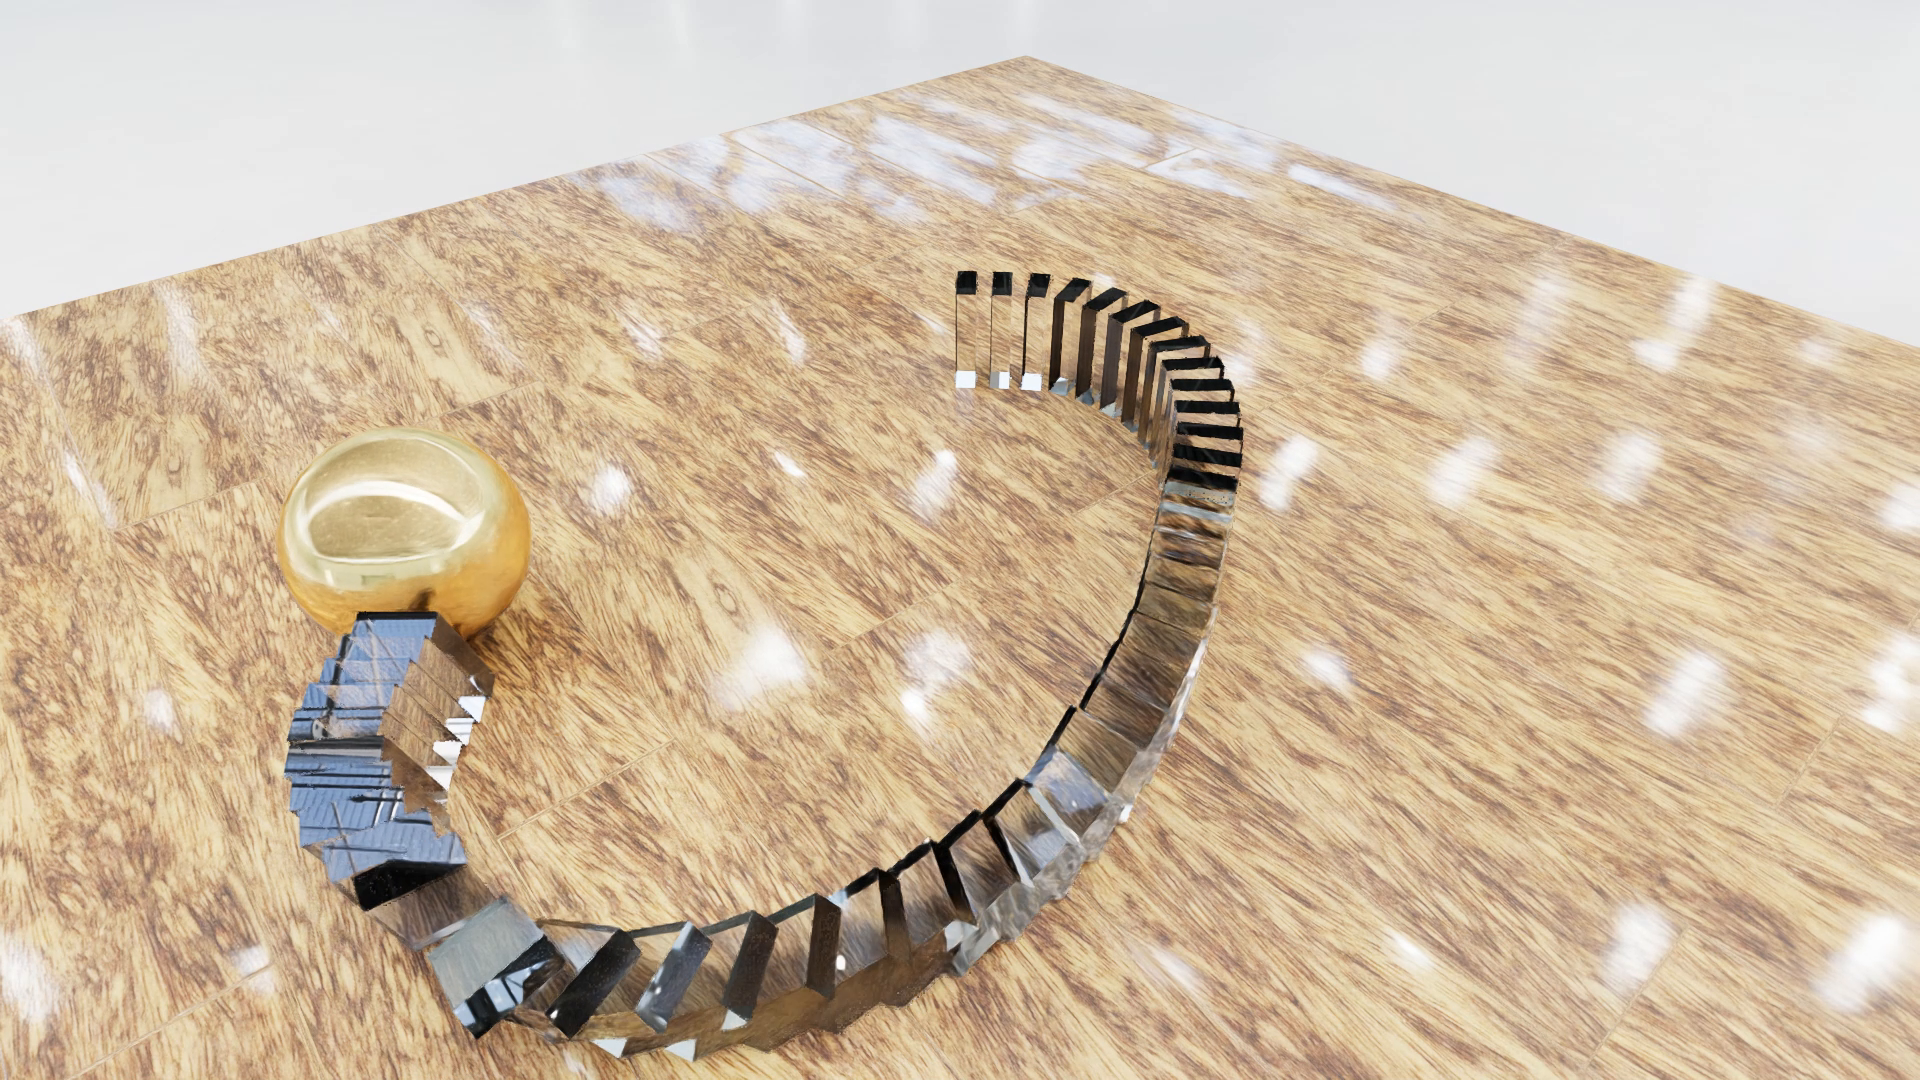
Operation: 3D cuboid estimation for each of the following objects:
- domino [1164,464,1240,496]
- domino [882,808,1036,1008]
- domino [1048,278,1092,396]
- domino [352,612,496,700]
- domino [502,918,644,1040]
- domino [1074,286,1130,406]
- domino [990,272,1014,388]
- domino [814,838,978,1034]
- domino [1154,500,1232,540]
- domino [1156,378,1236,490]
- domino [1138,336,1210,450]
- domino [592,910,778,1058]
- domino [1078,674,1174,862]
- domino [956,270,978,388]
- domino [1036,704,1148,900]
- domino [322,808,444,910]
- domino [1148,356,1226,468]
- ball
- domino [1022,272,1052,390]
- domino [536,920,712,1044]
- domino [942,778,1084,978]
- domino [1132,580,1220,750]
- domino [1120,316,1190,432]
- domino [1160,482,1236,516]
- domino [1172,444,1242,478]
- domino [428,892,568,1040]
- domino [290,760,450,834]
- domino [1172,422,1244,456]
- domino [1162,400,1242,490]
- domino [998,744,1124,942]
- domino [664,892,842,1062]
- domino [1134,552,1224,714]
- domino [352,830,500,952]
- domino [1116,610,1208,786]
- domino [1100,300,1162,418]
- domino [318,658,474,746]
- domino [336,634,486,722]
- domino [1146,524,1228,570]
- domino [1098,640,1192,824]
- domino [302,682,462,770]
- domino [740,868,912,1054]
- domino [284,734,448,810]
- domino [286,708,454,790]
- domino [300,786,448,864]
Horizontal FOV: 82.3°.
[{"bbox_3d":[0.088,-0.003,0.414,0.025,0.050,0.009,13,38,16],"label":"domino"},{"bbox_3d":[-0.006,0.100,0.299,0.050,0.010,0.025,-44,45,9],"label":"domino"},{"bbox_3d":[0.053,-0.098,0.531,0.009,0.050,0.025,18,43,21],"label":"domino"},{"bbox_3d":[-0.176,0.039,0.364,0.025,0.050,0.010,0,60,0],"label":"domino"},{"bbox_3d":[-0.105,0.112,0.284,0.050,0.009,0.025,-16,24,46],"label":"domino"},{"bbox_3d":[0.067,-0.092,0.524,0.009,0.050,0.025,27,47,29],"label":"domino"},{"bbox_3d":[0.020,-0.102,0.536,0.009,0.050,0.025,2,39,3],"label":"domino"},{"bbox_3d":[-0.020,0.105,0.292,0.050,0.010,0.025,-40,41,12],"label":"domino"},{"bbox_3d":[0.080,0.013,0.395,0.025,0.050,0.009,14,22,16],"label":"domino"},{"bbox_3d":[0.099,-0.044,0.465,0.025,0.050,0.009,0,39,0],"label":"domino"},{"bbox_3d":[0.095,-0.065,0.491,0.025,0.050,0.010,-10,40,-11],"label":"domino"},{"bbox_3d":[-0.070,0.114,0.281,0.050,0.010,0.025,-27,29,30],"label":"domino"},{"bbox_3d":[0.041,0.069,0.334,0.025,0.010,0.050,29,91,31],"label":"domino"},{"bbox_3d":[0.003,-0.103,0.537,0.009,0.050,0.025,1,39,2],"label":"domino"},{"bbox_3d":[0.031,0.077,0.325,0.025,0.009,0.050,31,90,32],"label":"domino"},{"bbox_3d":[-0.152,0.091,0.301,0.025,0.050,0.010,-19,64,-22],"label":"domino"},{"bbox_3d":[0.098,-0.055,0.478,0.025,0.050,0.009,-4,39,-5],"label":"domino"},{"bbox_3d":[-0.194,0.000,0.388,0.080,0.080,0.080,0,39,0],"label":"ball"},{"bbox_3d":[0.037,-0.101,0.535,0.009,0.050,0.025,6,40,8],"label":"domino"},{"bbox_3d":[-0.088,0.114,0.282,0.050,0.010,0.025,-23,26,37],"label":"domino"},{"bbox_3d":[0.008,0.094,0.306,0.050,0.010,0.025,-48,48,6],"label":"domino"},{"bbox_3d":[0.065,0.041,0.365,0.025,0.050,0.009,20,7,23],"label":"domino"},{"bbox_3d":[0.089,-0.075,0.504,0.025,0.050,0.010,-19,43,-21],"label":"domino"},{"bbox_3d":[0.084,0.005,0.404,0.025,0.050,0.009,14,30,16],"label":"domino"},{"bbox_3d":[0.093,-0.012,0.426,0.025,0.050,0.010,10,40,12],"label":"domino"},{"bbox_3d":[-0.121,0.109,0.286,0.025,0.010,0.050,-39,17,-28],"label":"domino"},{"bbox_3d":[-0.167,0.078,0.315,0.025,0.050,0.009,-8,60,-10],"label":"domino"},{"bbox_3d":[0.096,-0.023,0.439,0.025,0.050,0.010,7,40,8],"label":"domino"},{"bbox_3d":[0.098,-0.033,0.452,0.025,0.050,0.009,2,39,3],"label":"domino"},{"bbox_3d":[0.021,0.086,0.314,0.050,0.010,0.025,-52,51,4],"label":"domino"},{"bbox_3d":[-0.053,0.113,0.283,0.050,0.009,0.025,-32,33,24],"label":"domino"},{"bbox_3d":[0.071,0.032,0.375,0.025,0.050,0.009,17,10,19],"label":"domino"},{"bbox_3d":[-0.141,0.095,0.295,0.025,0.050,0.009,-24,67,-23],"label":"domino"},{"bbox_3d":[0.058,0.051,0.355,0.025,0.050,0.010,23,3,25],"label":"domino"},{"bbox_3d":[0.079,-0.084,0.514,0.025,0.050,0.009,-28,47,-30],"label":"domino"},{"bbox_3d":[-0.177,0.052,0.348,0.025,0.050,0.009,0,60,0],"label":"domino"},{"bbox_3d":[-0.176,0.046,0.356,0.025,0.050,0.009,0,60,0],"label":"domino"},{"bbox_3d":[0.075,0.022,0.385,0.025,0.050,0.010,14,15,17],"label":"domino"},{"bbox_3d":[0.050,0.060,0.344,0.025,0.050,0.009,25,1,28],"label":"domino"},{"bbox_3d":[-0.177,0.058,0.340,0.025,0.050,0.010,0,60,0],"label":"domino"},{"bbox_3d":[-0.036,0.110,0.287,0.050,0.010,0.025,-36,37,17],"label":"domino"},{"bbox_3d":[-0.173,0.072,0.323,0.025,0.050,0.009,-5,60,-5],"label":"domino"},{"bbox_3d":[-0.176,0.065,0.332,0.025,0.050,0.009,0,60,0],"label":"domino"},{"bbox_3d":[-0.161,0.085,0.308,0.025,0.050,0.010,-12,61,-14],"label":"domino"}]
